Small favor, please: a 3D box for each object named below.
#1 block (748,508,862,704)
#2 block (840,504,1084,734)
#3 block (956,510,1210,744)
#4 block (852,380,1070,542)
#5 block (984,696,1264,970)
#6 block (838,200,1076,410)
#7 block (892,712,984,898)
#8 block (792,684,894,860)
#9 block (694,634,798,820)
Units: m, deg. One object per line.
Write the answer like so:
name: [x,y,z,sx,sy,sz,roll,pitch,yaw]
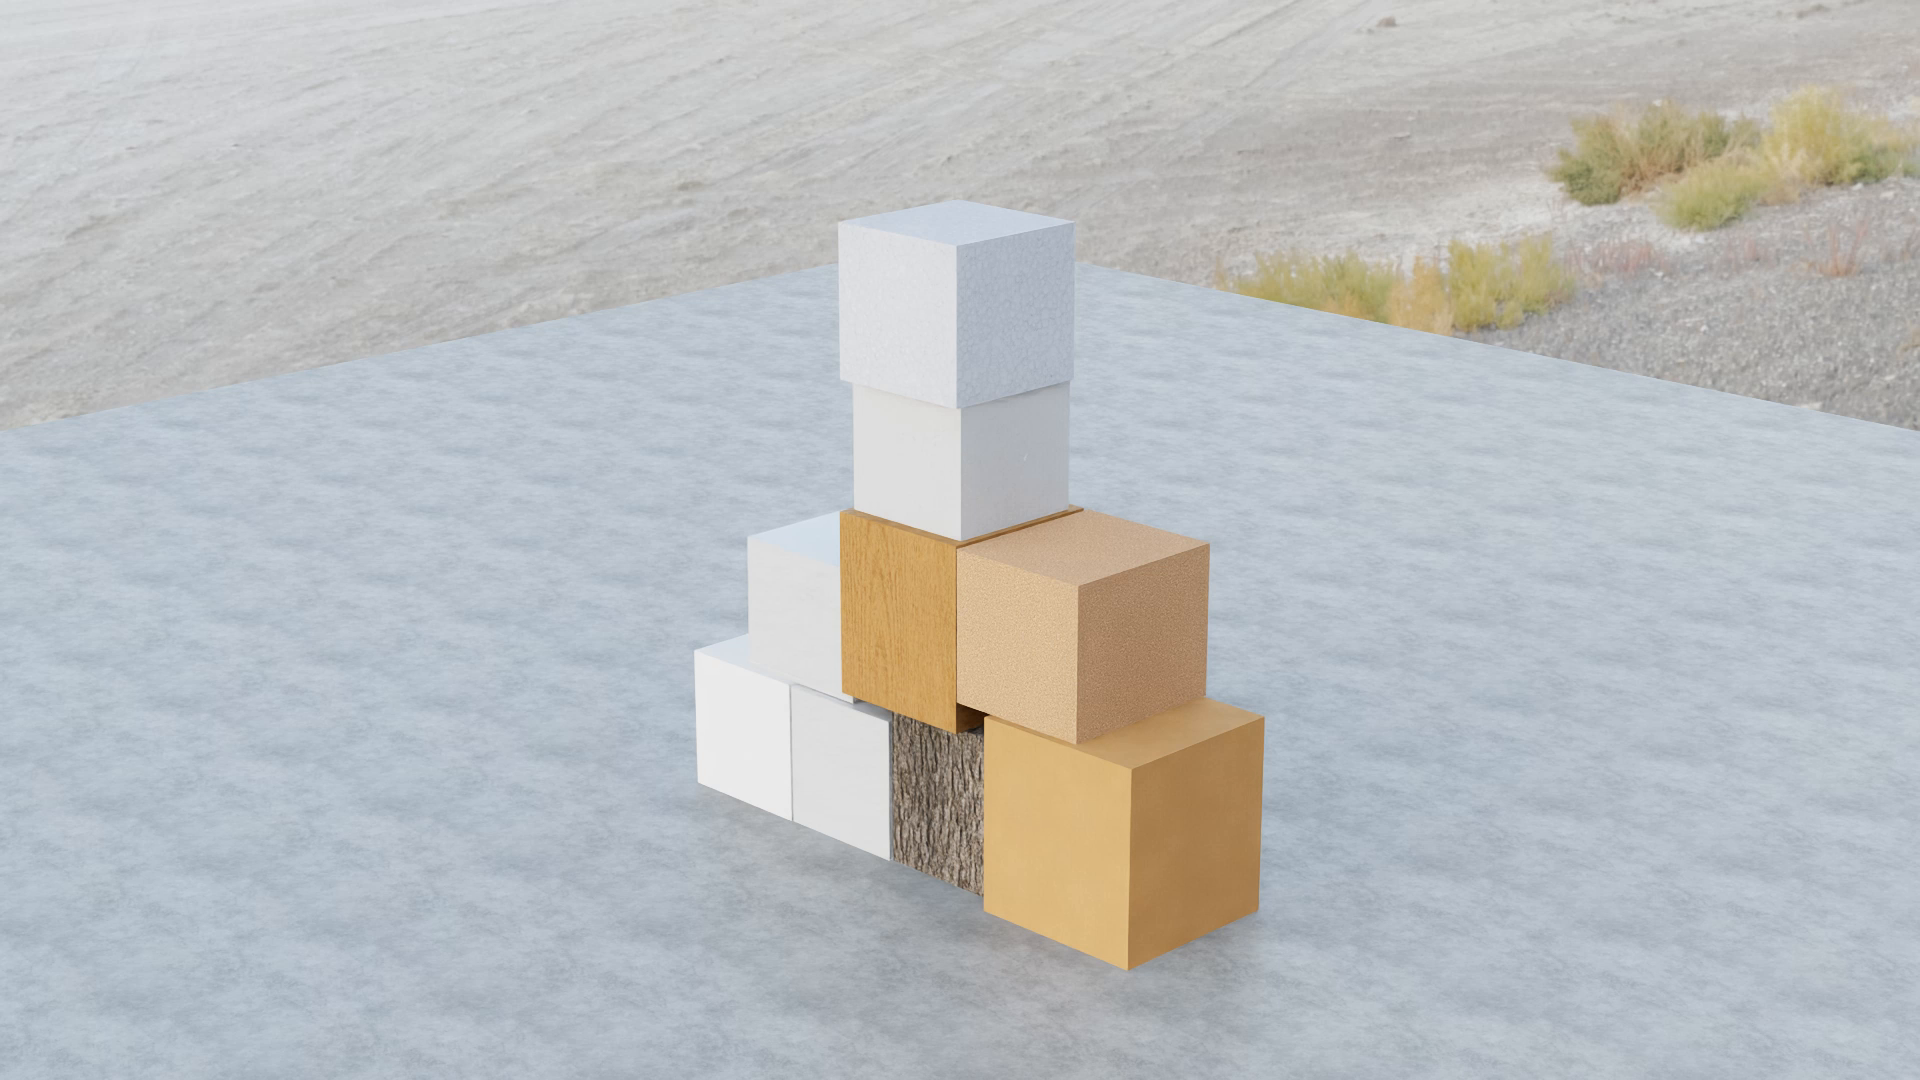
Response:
block: [-0.525,0.305,13.983,0.644,0.648,0.730,-17,25,-42]
block: [0.008,0.279,13.431,0.821,0.875,0.746,-17,24,-42]
block: [0.541,0.366,12.915,0.849,0.712,0.721,-17,24,-42]
block: [0.006,-0.432,13.213,0.691,0.612,0.685,-17,24,-42]
block: [0.720,1.213,12.947,0.874,0.923,0.861,-17,24,-42]
block: [-0.013,-1.058,12.995,0.741,0.714,0.736,-17,24,-42]
block: [0.180,1.117,13.506,0.703,0.769,0.677,-17,24,-42]
block: [-0.308,1.014,13.972,0.720,0.688,0.664,-17,24,-42]
block: [-0.786,0.863,14.443,0.756,0.694,0.693,-17,24,-42]
